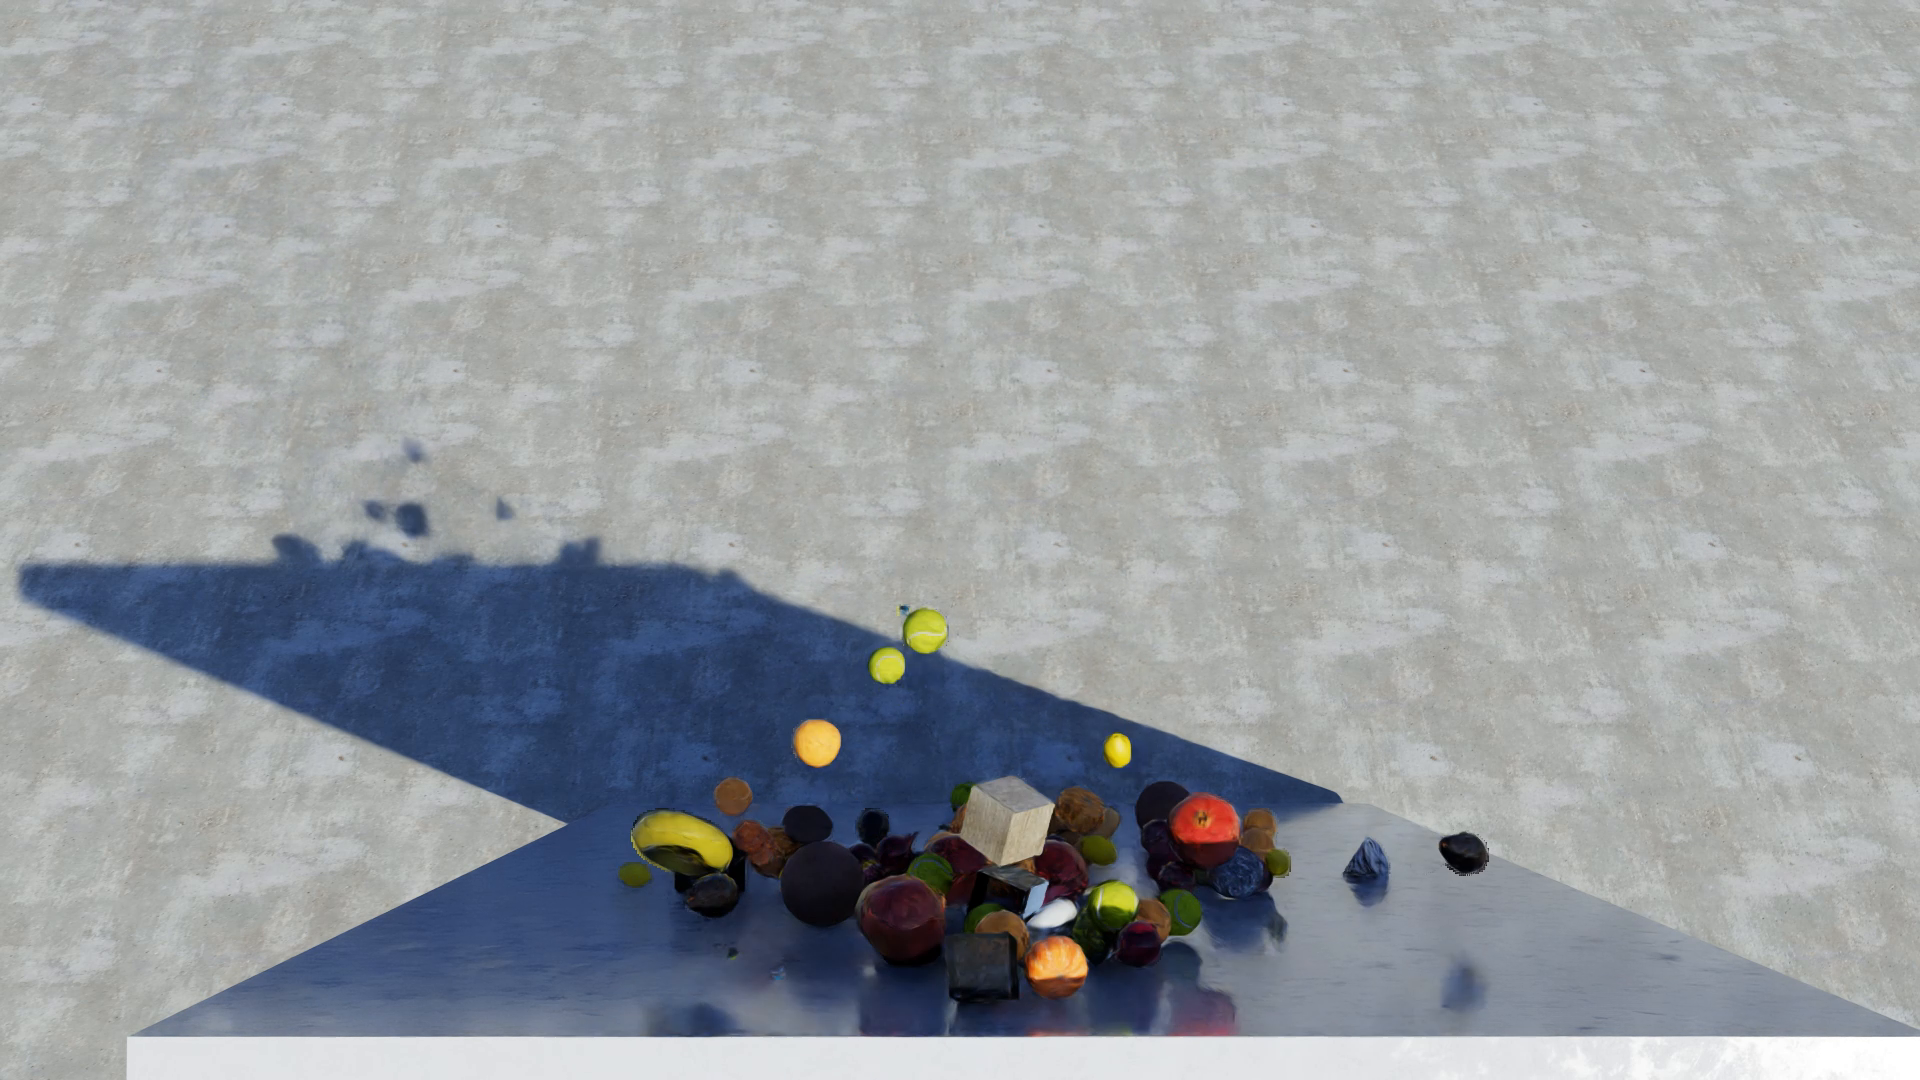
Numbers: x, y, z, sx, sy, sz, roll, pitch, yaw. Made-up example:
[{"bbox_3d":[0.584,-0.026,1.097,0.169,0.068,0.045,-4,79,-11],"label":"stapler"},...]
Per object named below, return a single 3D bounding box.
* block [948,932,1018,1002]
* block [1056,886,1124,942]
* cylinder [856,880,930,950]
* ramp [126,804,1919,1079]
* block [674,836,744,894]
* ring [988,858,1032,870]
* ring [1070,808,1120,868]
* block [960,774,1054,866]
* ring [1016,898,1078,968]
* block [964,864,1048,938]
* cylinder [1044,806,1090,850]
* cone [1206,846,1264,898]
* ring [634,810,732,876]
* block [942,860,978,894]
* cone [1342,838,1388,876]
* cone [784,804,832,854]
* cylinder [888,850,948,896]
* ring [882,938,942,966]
[{"bbox_3d":[0.028,0.512,3.114,0.073,0.073,0.073,-4,75,9],"label":"block"},{"bbox_3d":[0.189,0.541,3.766,0.067,0.067,0.067,-6,3,34],"label":"block"},{"bbox_3d":[-0.092,0.504,3.503,0.084,0.084,0.084,-11,1,-14],"label":"cylinder"},{"bbox_3d":[0.079,0.673,4.871,2.000,0.100,4.000,0,-2,0],"label":"ramp"},{"bbox_3d":[-0.436,0.564,4.522,0.091,0.091,0.091,1,-3,-33],"label":"block"},{"bbox_3d":[0.088,0.555,4.624,0.089,0.030,0.089,11,66,-26],"label":"ring"},{"bbox_3d":[0.257,0.568,4.950,0.044,0.132,0.132,36,43,4],"label":"ring"},{"bbox_3d":[0.063,0.378,3.509,0.081,0.081,0.081,-10,32,-44],"label":"block"},{"bbox_3d":[0.112,0.518,3.422,0.036,0.109,0.109,39,49,21],"label":"ring"},{"bbox_3d":[0.065,0.503,3.627,0.076,0.076,0.076,21,13,25],"label":"block"},{"bbox_3d":[0.209,0.591,5.334,0.084,0.084,0.084,10,23,-42],"label":"cylinder"},{"bbox_3d":[0.456,0.572,4.326,0.097,0.097,0.097,4,17,6],"label":"cone"},{"bbox_3d":[-0.398,0.437,3.738,0.148,0.148,0.049,10,60,13],"label":"ring"},{"bbox_3d":[-0.002,0.581,4.484,0.054,0.054,0.054,0,-2,-11],"label":"block"},{"bbox_3d":[0.740,0.603,4.822,0.077,0.077,0.077,-32,24,29],"label":"cone"},{"bbox_3d":[-0.272,0.523,4.537,0.086,0.086,0.086,8,43,-8],"label":"cone"},{"bbox_3d":[-0.070,0.568,4.417,0.074,0.074,0.074,25,11,30],"label":"cylinder"},{"bbox_3d":[-0.065,0.558,3.519,0.080,0.027,0.080,-6,3,0],"label":"ring"}]
